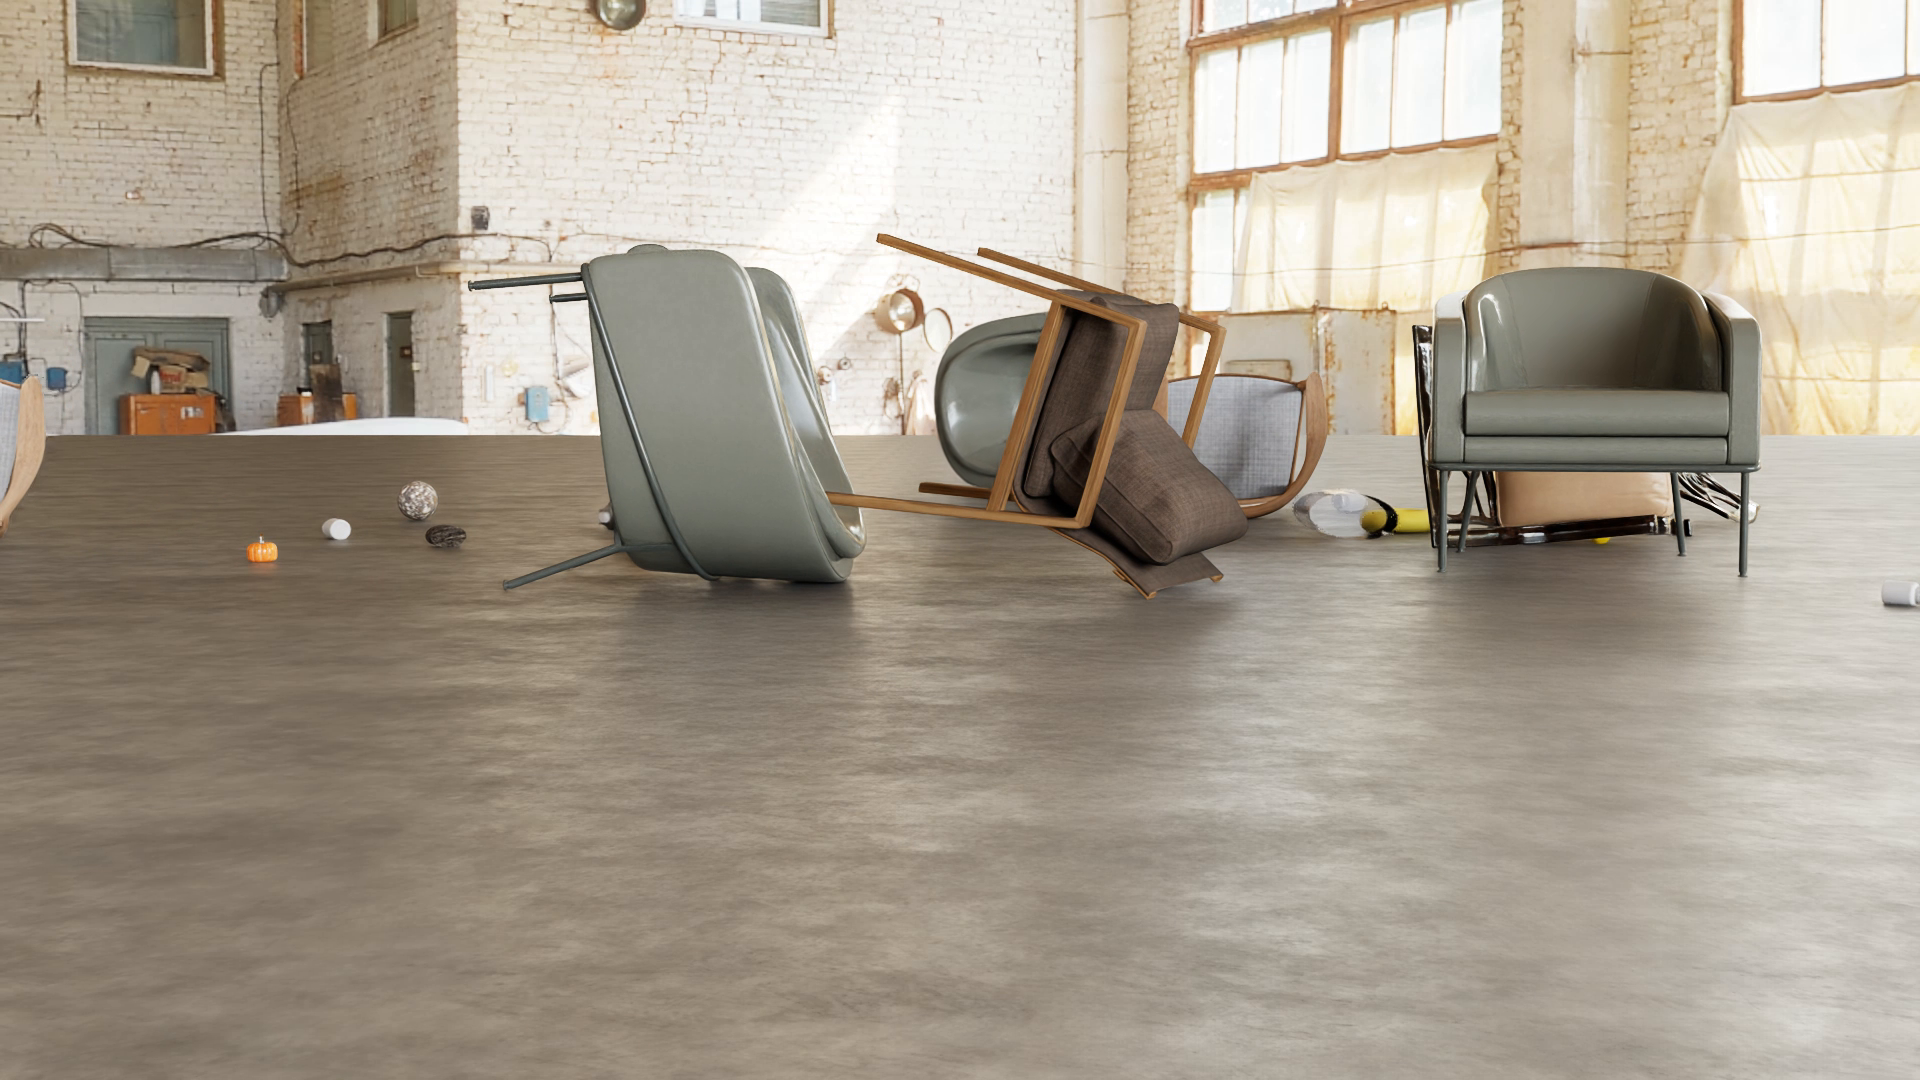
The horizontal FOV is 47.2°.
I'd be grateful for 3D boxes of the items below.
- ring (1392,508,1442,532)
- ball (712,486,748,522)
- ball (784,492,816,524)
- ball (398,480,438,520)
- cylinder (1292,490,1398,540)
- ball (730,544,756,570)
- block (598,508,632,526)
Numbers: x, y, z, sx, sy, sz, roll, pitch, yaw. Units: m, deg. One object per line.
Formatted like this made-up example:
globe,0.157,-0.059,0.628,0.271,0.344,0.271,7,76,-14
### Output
ring,1.384,-0.062,6.956,0.282,0.068,0.295,1,3,4
ball,-0.773,-0.119,7.378,0.122,0.122,0.122,0,4,0
ball,-0.530,-0.104,7.285,0.106,0.106,0.106,0,4,0
ball,-1.859,-0.135,7.536,0.134,0.134,0.134,0,4,0
cylinder,1.164,-0.077,6.648,0.272,0.137,0.217,5,4,-4
ball,-0.539,0.042,5.459,0.065,0.065,0.065,0,4,0
block,-1.142,-0.076,7.281,0.070,0.052,0.081,3,5,40
